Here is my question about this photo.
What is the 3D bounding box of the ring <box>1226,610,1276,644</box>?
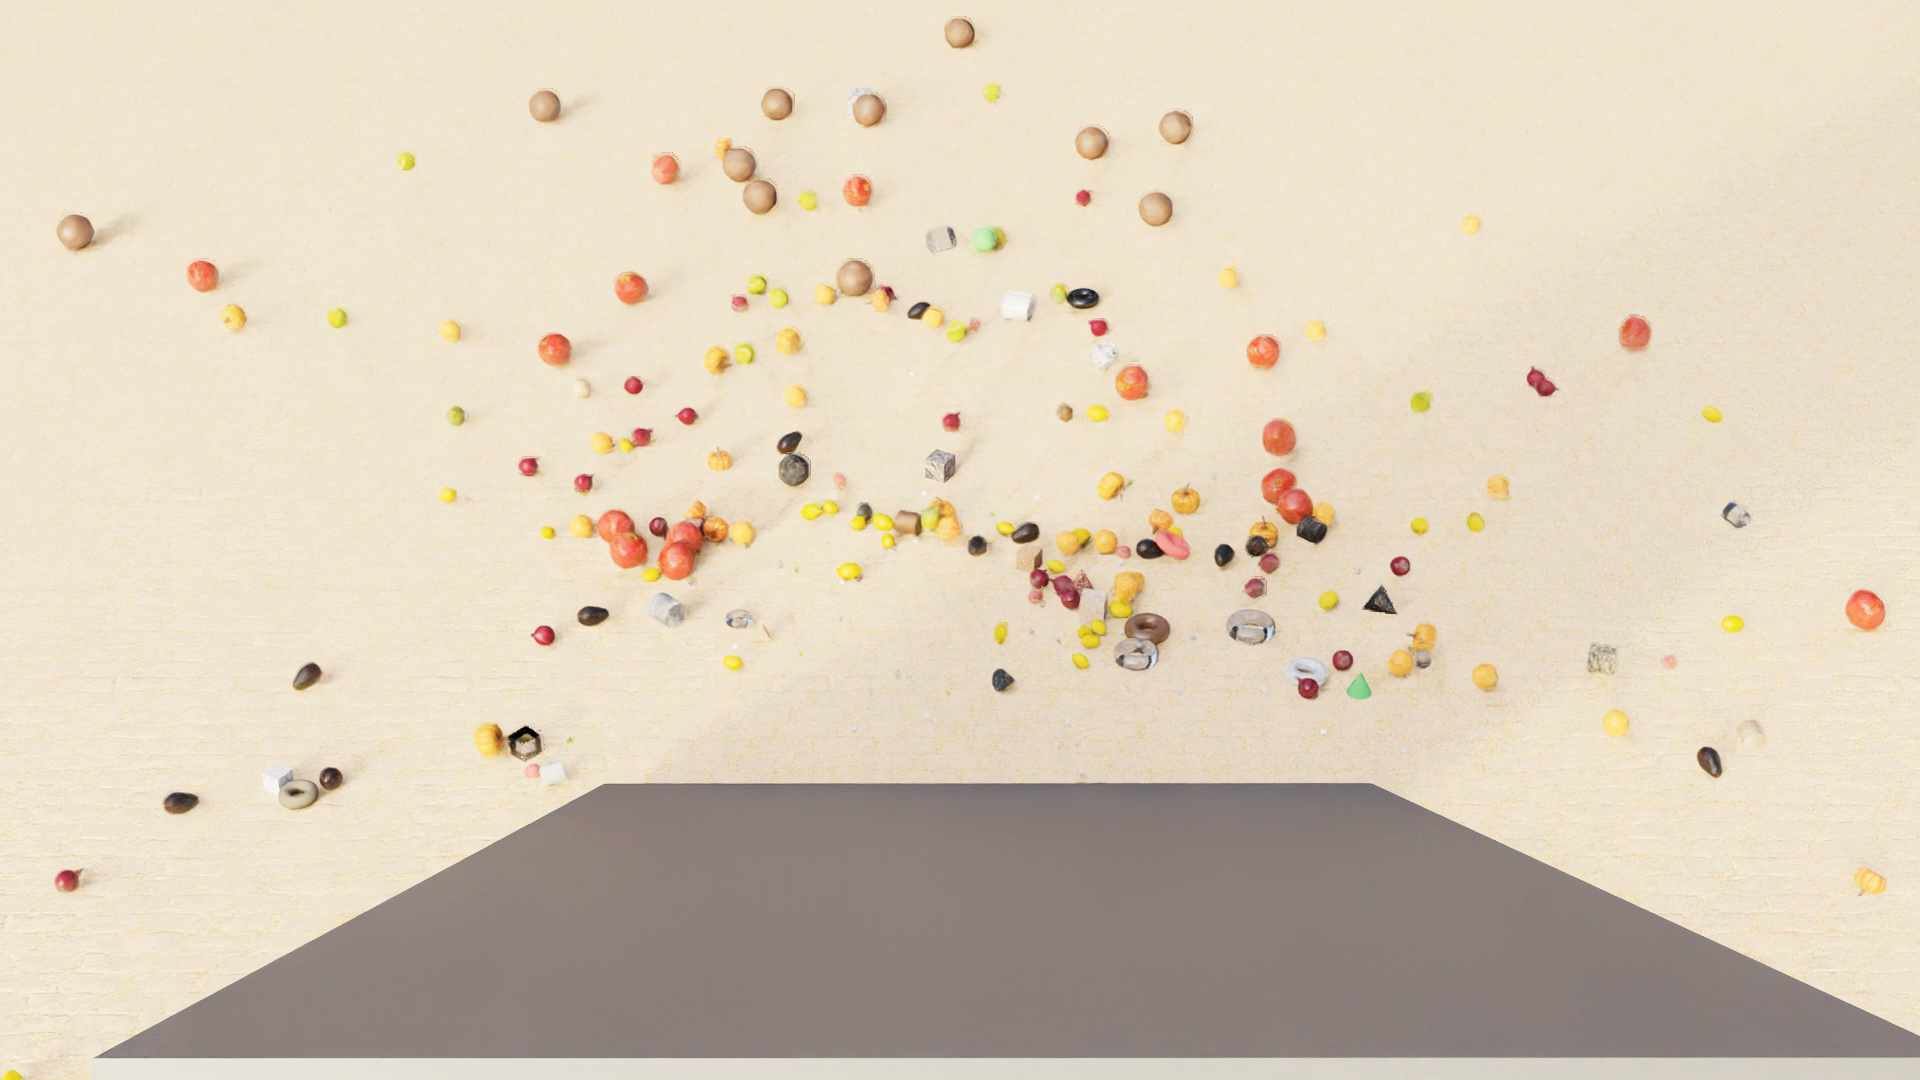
[{"bbox_3d":[0.836,0.250,7.458,0.144,0.048,0.144,-1,34,1],"label":"ring"}]

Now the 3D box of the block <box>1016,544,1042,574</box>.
[{"bbox_3d":[0.207,0.056,7.743,0.059,0.059,0.059,16,36,23],"label":"block"}]

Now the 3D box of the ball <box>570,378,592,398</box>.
[{"bbox_3d":[-1.254,-0.501,8.583,0.068,0.068,0.068,0,33,0],"label":"ball"}]

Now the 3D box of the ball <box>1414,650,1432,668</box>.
[{"bbox_3d":[1.307,0.335,7.322,0.053,0.053,0.053,0,33,0],"label":"ball"}]

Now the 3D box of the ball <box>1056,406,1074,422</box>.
[{"bbox_3d":[0.343,-0.413,8.461,0.055,0.055,0.055,0,33,0],"label":"ball"}]

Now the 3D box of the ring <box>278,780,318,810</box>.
[{"bbox_3d":[-1.742,0.669,6.829,0.106,0.035,0.106,-1,33,1],"label":"ring"}]

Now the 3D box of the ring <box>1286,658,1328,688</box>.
[{"bbox_3d":[0.972,0.372,7.278,0.121,0.040,0.121,0,34,0],"label":"ring"}]

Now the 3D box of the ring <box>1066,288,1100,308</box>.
[{"bbox_3d":[0.435,-0.852,9.145,0.117,0.039,0.117,-1,33,1],"label":"ring"}]

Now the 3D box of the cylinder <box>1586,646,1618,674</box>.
[{"bbox_3d":[1.806,0.337,7.297,0.077,0.077,0.077,6,33,19],"label":"cylinder"}]

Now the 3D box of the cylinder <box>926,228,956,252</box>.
[{"bbox_3d":[-0.069,-1.095,9.477,0.081,0.081,0.081,-14,36,-28],"label":"cylinder"}]

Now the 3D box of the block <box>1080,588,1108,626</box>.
[{"bbox_3d":[0.387,0.194,7.521,0.071,0.071,0.071,7,34,10],"label":"block"}]

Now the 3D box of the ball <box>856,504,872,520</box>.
[{"bbox_3d":[-0.293,-0.086,7.967,0.050,0.050,0.050,0,33,0],"label":"ball"}]

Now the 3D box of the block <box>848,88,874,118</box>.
[{"bbox_3d":[-0.401,-1.769,10.496,0.090,0.090,0.090,3,33,4],"label":"block"}]

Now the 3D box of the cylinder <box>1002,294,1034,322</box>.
[{"bbox_3d":[0.203,-0.809,9.034,0.089,0.089,0.089,11,35,16],"label":"cylinder"}]

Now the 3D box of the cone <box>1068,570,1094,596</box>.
[{"bbox_3d":[0.358,0.115,7.637,0.076,0.076,0.076,0,33,0],"label":"cone"}]

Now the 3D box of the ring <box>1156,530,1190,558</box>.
[{"bbox_3d":[0.641,0.013,7.797,0.114,0.038,0.114,26,24,-13],"label":"ring"}]

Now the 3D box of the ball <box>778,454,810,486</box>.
[{"bbox_3d":[-0.521,-0.218,8.124,0.099,0.099,0.099,0,33,0],"label":"ball"}]

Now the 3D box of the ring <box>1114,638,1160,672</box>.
[{"bbox_3d":[0.499,0.324,7.349,0.131,0.044,0.131,-1,34,1],"label":"ring"}]

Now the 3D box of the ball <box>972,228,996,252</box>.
[{"bbox_3d":[0.087,-1.095,9.470,0.089,0.089,0.089,0,33,0],"label":"ball"}]

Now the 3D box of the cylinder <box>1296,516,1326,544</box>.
[{"bbox_3d":[1.066,-0.028,7.866,0.065,0.065,0.065,29,43,33],"label":"cylinder"}]

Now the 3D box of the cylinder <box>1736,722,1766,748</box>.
[{"bbox_3d":[2.141,0.528,7.023,0.059,0.059,0.059,-9,10,-14],"label":"cylinder"}]

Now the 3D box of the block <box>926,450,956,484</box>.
[{"bbox_3d":[-0.062,-0.233,8.173,0.069,0.069,0.069,18,37,25],"label":"block"}]

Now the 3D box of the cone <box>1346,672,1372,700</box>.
[{"bbox_3d":[1.113,0.395,7.216,0.070,0.070,0.070,0,33,0],"label":"cone"}]

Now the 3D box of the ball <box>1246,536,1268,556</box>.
[{"bbox_3d":[0.893,0.018,7.794,0.066,0.066,0.066,0,33,0],"label":"ball"}]

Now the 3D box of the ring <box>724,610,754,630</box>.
[{"bbox_3d":[-0.639,0.229,7.508,0.083,0.028,0.083,1,33,-1],"label":"ring"}]

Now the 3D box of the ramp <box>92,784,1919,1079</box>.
[{"bbox_3d":[0.074,0.643,4.764,2.000,0.100,4.000,0,-1,0],"label":"ramp"}]

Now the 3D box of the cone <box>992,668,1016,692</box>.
[{"bbox_3d":[0.135,0.393,7.255,0.065,0.065,0.065,7,22,-44],"label":"cone"}]

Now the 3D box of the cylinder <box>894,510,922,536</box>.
[{"bbox_3d":[-0.156,-0.052,7.899,0.067,0.067,0.067,10,35,18],"label":"cylinder"}]

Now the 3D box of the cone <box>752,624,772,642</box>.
[{"bbox_3d":[-0.575,0.279,7.433,0.056,0.056,0.056,-30,36,4],"label":"cone"}]

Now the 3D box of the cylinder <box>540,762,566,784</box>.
[{"bbox_3d":[-1.082,0.621,6.887,0.053,0.053,0.053,-5,31,-35],"label":"cylinder"}]

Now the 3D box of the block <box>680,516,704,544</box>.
[{"bbox_3d":[-0.814,-0.030,7.878,0.054,0.054,0.054,11,35,16],"label":"block"}]

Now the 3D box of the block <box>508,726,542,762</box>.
[{"bbox_3d":[-1.171,0.550,6.988,0.061,0.061,0.061,27,42,34],"label":"block"}]

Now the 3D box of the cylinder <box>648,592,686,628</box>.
[{"bbox_3d":[-0.846,0.202,7.501,0.079,0.079,0.079,-27,42,-35],"label":"cylinder"}]

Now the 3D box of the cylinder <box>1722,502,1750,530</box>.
[{"bbox_3d":[2.375,-0.074,7.940,0.060,0.060,0.060,-16,45,-23],"label":"cylinder"}]

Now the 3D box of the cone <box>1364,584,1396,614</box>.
[{"bbox_3d":[1.238,0.190,7.554,0.092,0.092,0.092,38,43,7],"label":"cone"}]

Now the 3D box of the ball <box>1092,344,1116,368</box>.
[{"bbox_3d":[0.484,-0.621,8.752,0.084,0.084,0.084,0,33,0],"label":"ball"}]

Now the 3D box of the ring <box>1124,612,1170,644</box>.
[{"bbox_3d":[0.538,0.256,7.451,0.134,0.045,0.134,-1,34,1],"label":"ring"}]

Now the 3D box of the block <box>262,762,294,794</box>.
[{"bbox_3d":[-1.804,0.634,6.866,0.055,0.055,0.055,18,37,25],"label":"block"}]
